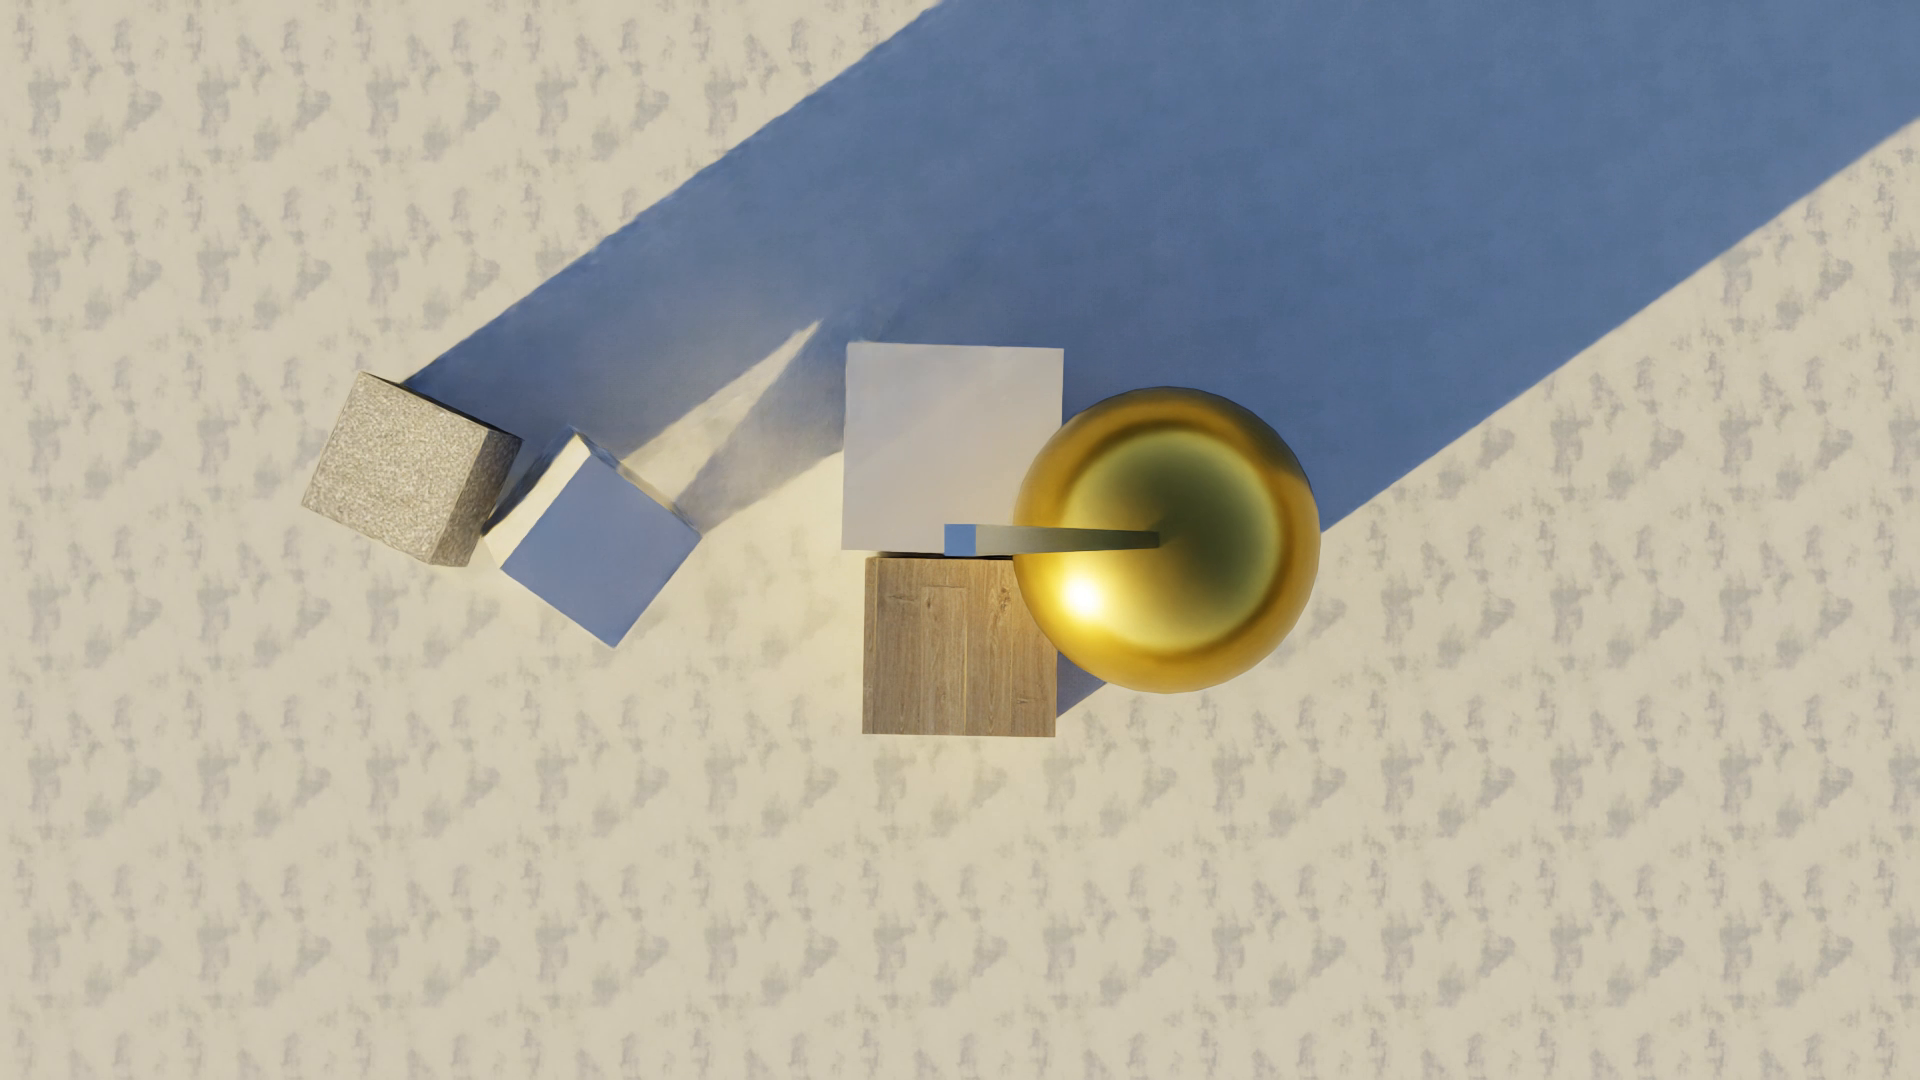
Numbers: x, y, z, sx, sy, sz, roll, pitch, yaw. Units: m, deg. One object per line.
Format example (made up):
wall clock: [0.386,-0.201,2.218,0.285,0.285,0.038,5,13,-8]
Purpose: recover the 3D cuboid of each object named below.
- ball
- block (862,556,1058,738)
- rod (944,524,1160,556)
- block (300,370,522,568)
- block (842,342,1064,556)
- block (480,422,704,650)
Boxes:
ball: [1.063,0.000,11.406,1.600,1.600,1.600,0,90,0]
block: [0.002,0.592,12.542,1.064,0.916,0.969,1,90,0]
rod: [0.461,0.000,8.059,0.080,5.200,0.080,0,90,10]
block: [-3.133,-0.394,12.627,0.818,0.670,0.826,24,90,6]
block: [-0.041,-0.496,12.503,1.181,0.994,1.136,2,90,0]
block: [-2.096,-0.037,12.450,0.799,0.835,0.801,39,90,-24]
